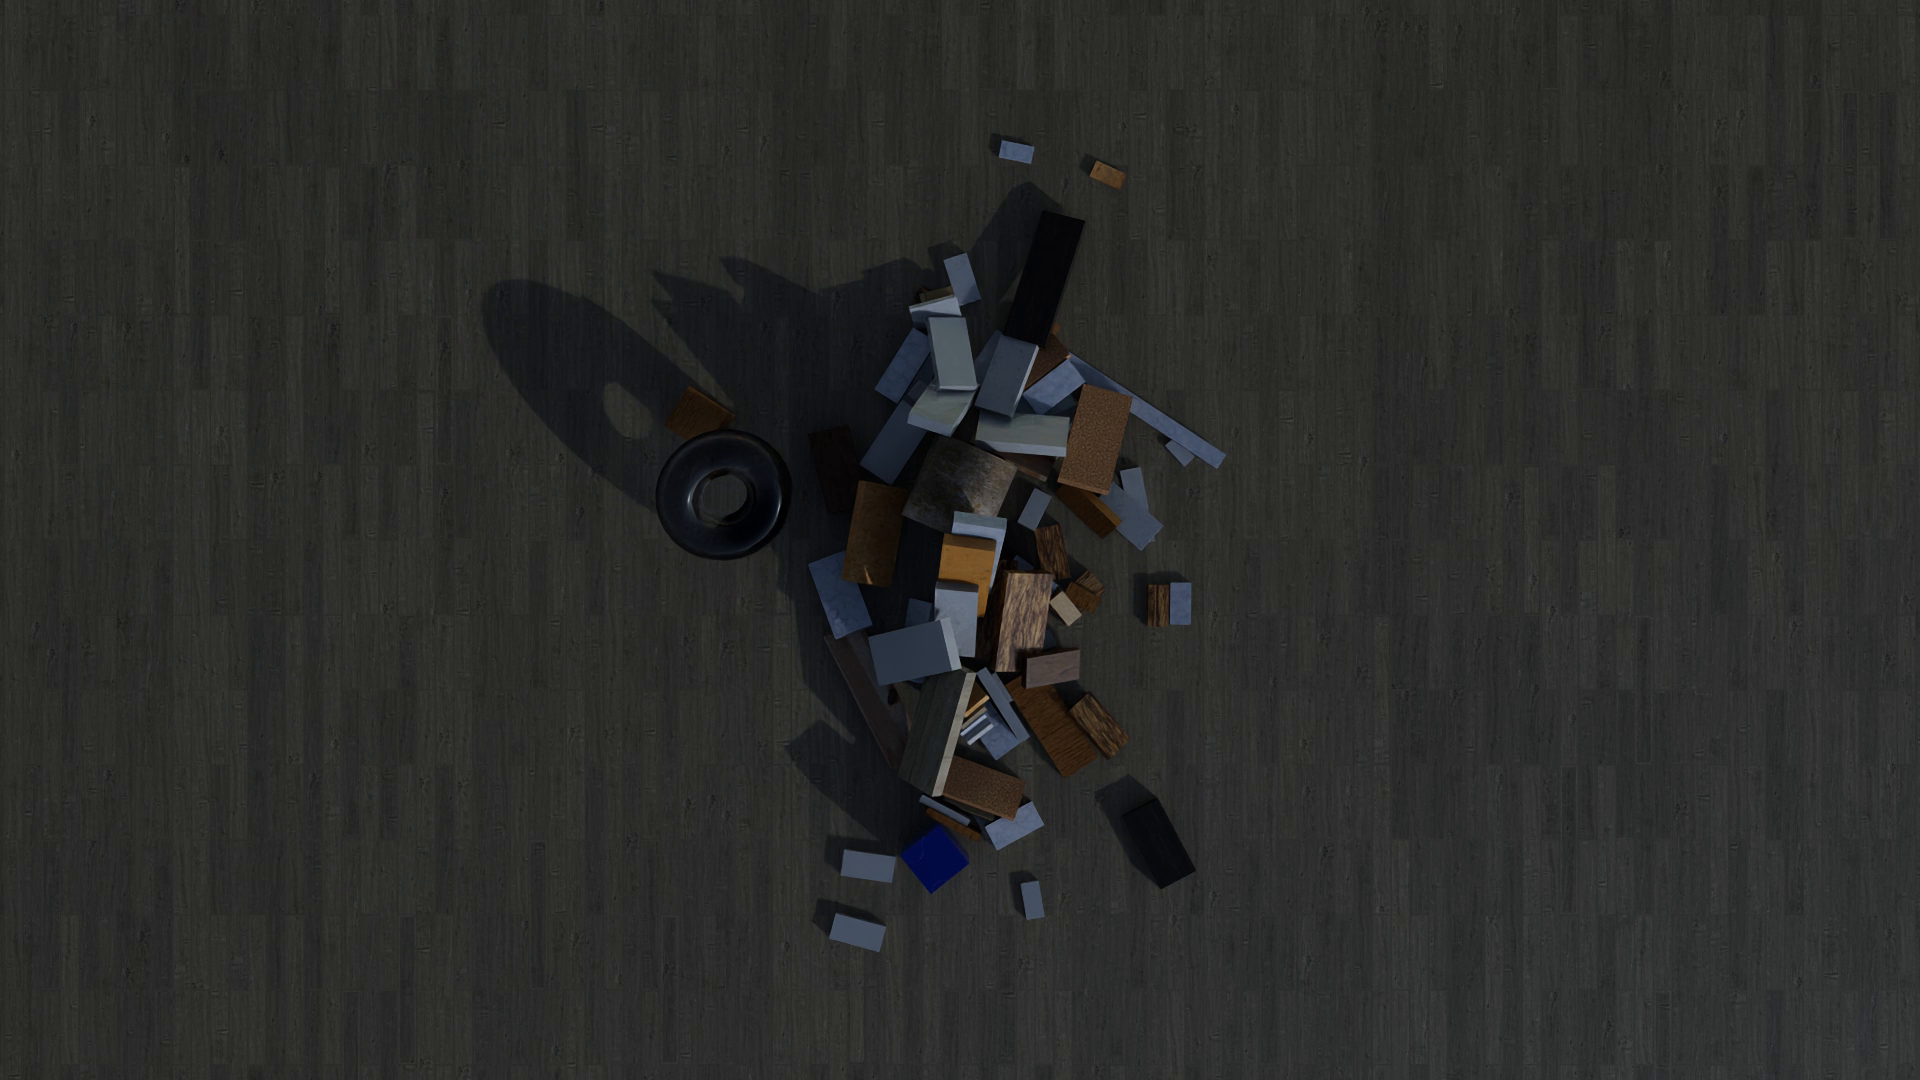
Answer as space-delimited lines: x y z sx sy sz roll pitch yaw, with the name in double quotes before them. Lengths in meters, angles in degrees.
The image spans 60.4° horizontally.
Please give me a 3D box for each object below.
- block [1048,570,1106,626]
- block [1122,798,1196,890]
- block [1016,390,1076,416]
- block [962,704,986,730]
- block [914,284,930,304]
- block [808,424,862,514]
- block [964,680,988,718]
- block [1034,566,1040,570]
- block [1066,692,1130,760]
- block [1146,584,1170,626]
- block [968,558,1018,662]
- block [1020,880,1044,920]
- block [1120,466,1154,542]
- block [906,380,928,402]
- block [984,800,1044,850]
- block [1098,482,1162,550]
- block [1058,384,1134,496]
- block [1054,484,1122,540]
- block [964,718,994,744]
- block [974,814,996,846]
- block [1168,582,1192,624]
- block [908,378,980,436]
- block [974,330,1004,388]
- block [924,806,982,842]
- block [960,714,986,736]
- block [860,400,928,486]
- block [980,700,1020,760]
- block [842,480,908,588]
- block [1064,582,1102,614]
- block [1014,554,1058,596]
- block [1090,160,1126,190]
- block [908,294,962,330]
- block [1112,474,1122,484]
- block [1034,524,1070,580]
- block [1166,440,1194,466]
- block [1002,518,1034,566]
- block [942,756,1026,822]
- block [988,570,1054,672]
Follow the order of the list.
"block" 0.389 0.193 5.487 0.182 0.026 0.091 -42 90 0
"block" 0.661 1.008 5.481 0.135 0.038 0.269 -28 90 0
"block" 0.258 -0.459 5.461 0.222 0.031 0.111 -19 91 2
"block" -0.010 0.514 5.404 0.101 0.029 0.202 -39 57 -2
"block" -0.093 -0.802 5.492 0.112 0.016 0.056 24 90 0
"block" -0.403 -0.233 5.455 0.136 0.039 0.273 -14 90 0
"block" -0.003 0.475 5.388 0.101 0.029 0.202 -40 57 -2
"block" 0.240 0.146 5.415 0.055 0.016 0.110 33 96 0
"block" 0.459 0.614 5.465 0.104 0.029 0.208 -41 90 -24
"block" 0.659 0.218 5.490 0.070 0.020 0.140 1 90 0
"block" 0.075 0.220 5.415 0.169 0.048 0.338 12 95 2
"block" 0.241 1.198 5.491 0.061 0.017 0.122 -10 90 0
"block" 0.590 -0.113 5.490 0.070 0.020 0.251 -11 90 0
"block" -0.106 -0.465 5.467 0.130 0.018 0.065 39 82 -18
"block" 0.179 0.948 5.475 0.178 0.025 0.089 -27 90 -8
"block" 0.553 -0.079 5.465 0.222 0.031 0.111 42 95 4
"block" 0.443 -0.331 5.406 0.169 0.048 0.338 15 74 1
"block" 0.423 -0.109 5.444 0.222 0.111 0.031 44 59 0
"block" 0.015 0.569 5.433 0.099 0.028 0.198 -38 57 -1
"block" 0.098 0.948 5.491 0.061 0.017 0.122 -30 90 0
"block" 0.733 0.211 5.490 0.070 0.020 0.140 1 90 0
"block" -0.050 -0.444 5.359 0.148 0.295 0.042 19 127 9
"block" 0.107 -0.595 5.486 0.095 0.027 0.191 35 90 0
"block" -0.023 0.933 5.451 0.198 0.099 0.028 28 90 0
"block" -0.009 0.539 5.425 0.101 0.029 0.202 -38 57 -1
"block" -0.210 -0.323 5.469 0.128 0.036 0.256 34 95 -1
"block" 0.101 0.621 5.469 0.099 0.028 0.198 -36 90 0
"block" -0.280 -0.018 5.434 0.166 0.047 0.331 10 90 -34
"block" 0.404 0.191 5.466 0.117 0.017 0.059 29 90 0
"block" 0.157 0.234 5.459 0.169 0.048 0.338 36 96 0
"block" 0.493 -1.215 5.492 0.110 0.016 0.055 24 90 0
"block" -0.081 -0.755 5.465 0.161 0.023 0.081 -15 126 2
"block" 0.490 -0.216 5.493 0.049 0.014 0.098 -33 90 0
"block" 0.306 0.044 5.487 0.091 0.026 0.182 -11 90 0
"block" 0.732 -0.295 5.493 0.047 0.013 0.095 -43 90 0
"block" 0.182 0.027 5.487 0.091 0.026 0.182 -18 90 0
"block" 0.074 0.819 5.457 0.265 0.037 0.132 20 67 0
"block" 0.199 0.264 5.374 0.165 0.047 0.330 2 103 -26
